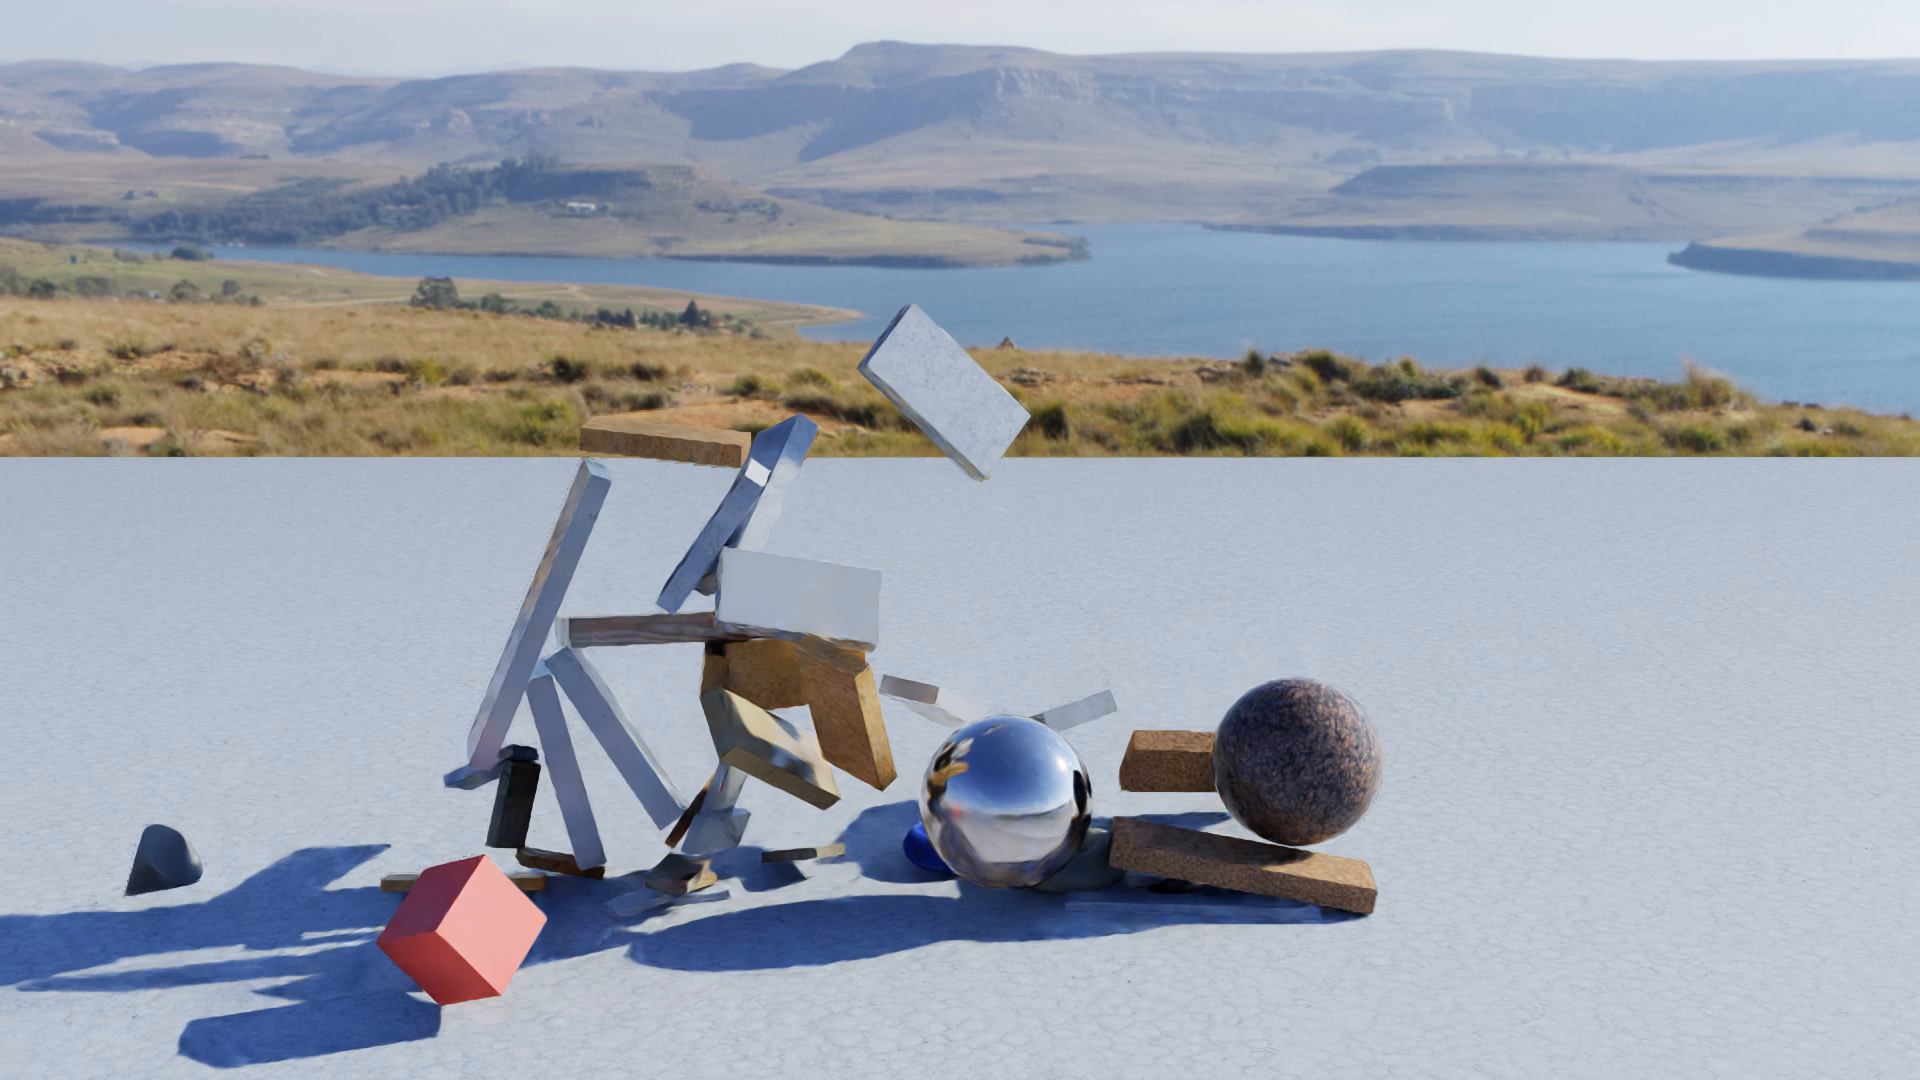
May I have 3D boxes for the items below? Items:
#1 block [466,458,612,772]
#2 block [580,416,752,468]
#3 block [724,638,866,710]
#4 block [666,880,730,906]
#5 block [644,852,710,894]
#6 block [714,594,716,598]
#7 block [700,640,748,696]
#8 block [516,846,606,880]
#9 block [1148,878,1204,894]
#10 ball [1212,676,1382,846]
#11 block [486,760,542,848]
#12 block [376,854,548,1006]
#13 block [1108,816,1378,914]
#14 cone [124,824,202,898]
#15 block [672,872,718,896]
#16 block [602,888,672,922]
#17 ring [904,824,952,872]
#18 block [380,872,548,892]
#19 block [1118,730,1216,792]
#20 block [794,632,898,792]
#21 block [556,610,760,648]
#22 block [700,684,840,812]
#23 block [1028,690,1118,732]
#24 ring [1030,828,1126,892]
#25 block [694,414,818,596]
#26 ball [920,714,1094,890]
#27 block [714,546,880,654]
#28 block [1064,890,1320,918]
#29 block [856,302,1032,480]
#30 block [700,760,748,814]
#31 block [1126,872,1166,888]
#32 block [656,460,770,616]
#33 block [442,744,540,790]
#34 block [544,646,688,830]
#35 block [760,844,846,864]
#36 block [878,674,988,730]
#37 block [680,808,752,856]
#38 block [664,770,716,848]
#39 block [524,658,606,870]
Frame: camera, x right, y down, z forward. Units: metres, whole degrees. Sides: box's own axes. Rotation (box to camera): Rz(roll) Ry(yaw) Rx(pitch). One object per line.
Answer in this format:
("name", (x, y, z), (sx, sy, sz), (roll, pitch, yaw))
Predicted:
("block", (-0.692, 0.121, 3.603), (0.037, 0.519, 0.131), (22, 7, -18))
("block", (-0.482, -0.162, 3.613), (0.262, 0.037, 0.131), (6, 12, 0))
("block", (-0.272, 0.217, 3.661), (0.229, 0.115, 0.033), (-7, 4, -15))
("block", (-0.438, 0.586, 3.645), (0.104, 0.015, 0.052), (-4, 11, -19))
("block", (-0.463, 0.547, 3.613), (0.070, 0.020, 0.140), (7, 8, 8))
("block", (-0.361, 0.085, 3.961), (0.149, 0.042, 0.298), (-16, -1, -9))
("block", (-0.327, 0.223, 3.775), (0.230, 0.115, 0.033), (2, 47, -12))
("block", (-0.677, 0.547, 3.725), (0.140, 0.020, 0.070), (14, 1, -20))
("block", (0.370, 0.577, 3.697), (0.055, 0.016, 0.111), (7, 13, 35))
("ball", (0.568, 0.374, 3.717), (0.286, 0.286, 0.286), (0, 11, 0))
("block", (-0.747, 0.443, 3.684), (0.021, 0.146, 0.073), (11, -2, 31))
("block", (-0.718, 0.564, 3.173), (0.142, 0.142, 0.142), (-17, 32, 38))
("block", (0.464, 0.536, 3.638), (0.433, 0.042, 0.148), (10, 10, 3))
("cone", (-1.323, 0.548, 3.583), (0.120, 0.120, 0.120), (-40, 2, 14))
("block", (-0.453, 0.563, 3.635), (0.052, 0.015, 0.103), (11, 9, 28))
("block", (-0.527, 0.590, 3.586), (0.103, 0.015, 0.052), (-17, 20, -33))
("ring", (-0.006, 0.530, 3.829), (0.184, 0.061, 0.184), (-1, 10, 0))
("block", (-0.824, 0.570, 3.662), (0.264, 0.021, 0.073), (0, -2, -4))
("block", (0.453, 0.409, 4.050), (0.297, 0.148, 0.042), (2, 54, -8))
("block", (-0.183, 0.277, 3.524), (0.132, 0.264, 0.037), (24, 52, 33))
("block", (-0.500, 0.147, 3.695), (0.334, 0.047, 0.167), (-2, 0, -18))
("block", (-0.309, 0.342, 3.601), (0.264, 0.037, 0.132), (34, 24, -45))
("block", (0.158, 0.341, 4.087), (0.148, 0.042, 0.297), (-17, -5, -26))
("ring", (0.185, 0.542, 3.734), (0.206, 0.069, 0.206), (-2, 12, 0))
("block", (-0.356, -0.060, 3.780), (0.042, 0.319, 0.149), (35, -29, -24))
("ball", (0.075, 0.426, 3.582), (0.283, 0.283, 0.283), (0, 11, 0))
("block", (-0.262, 0.098, 3.565), (0.264, 0.132, 0.037), (9, -28, -16))
("block", (0.378, 0.595, 3.591), (0.412, 0.016, 0.055), (1, 10, 4))
("block", (-0.027, -0.260, 3.870), (0.149, 0.298, 0.042), (-55, 20, -21))
("block", (-0.392, 0.411, 3.706), (0.020, 0.140, 0.070), (27, 11, 26))
("block", (0.324, 0.563, 3.714), (0.055, 0.016, 0.111), (-12, 2, 22))
("block", (-0.407, -0.006, 3.630), (0.037, 0.262, 0.131), (34, 11, -8))
("block", (-0.793, 0.385, 3.721), (0.146, 0.021, 0.073), (-25, -19, 19))
("block", (-0.577, 0.328, 3.707), (0.047, 0.339, 0.167), (-34, 2, -4))
("block", (-0.270, 0.538, 3.773), (0.136, 0.019, 0.068), (-12, -8, 41))
("block", (-0.038, 0.294, 3.883), (0.115, 0.033, 0.229), (10, -13, 30))
("block", (-0.410, 0.490, 3.701), (0.019, 0.068, 0.136), (29, 13, 28))
("block", (-0.450, 0.457, 3.731), (0.019, 0.068, 0.136), (35, 40, -1))
("block", (-0.672, 0.375, 3.705), (0.047, 0.334, 0.167), (-17, 10, -13))
